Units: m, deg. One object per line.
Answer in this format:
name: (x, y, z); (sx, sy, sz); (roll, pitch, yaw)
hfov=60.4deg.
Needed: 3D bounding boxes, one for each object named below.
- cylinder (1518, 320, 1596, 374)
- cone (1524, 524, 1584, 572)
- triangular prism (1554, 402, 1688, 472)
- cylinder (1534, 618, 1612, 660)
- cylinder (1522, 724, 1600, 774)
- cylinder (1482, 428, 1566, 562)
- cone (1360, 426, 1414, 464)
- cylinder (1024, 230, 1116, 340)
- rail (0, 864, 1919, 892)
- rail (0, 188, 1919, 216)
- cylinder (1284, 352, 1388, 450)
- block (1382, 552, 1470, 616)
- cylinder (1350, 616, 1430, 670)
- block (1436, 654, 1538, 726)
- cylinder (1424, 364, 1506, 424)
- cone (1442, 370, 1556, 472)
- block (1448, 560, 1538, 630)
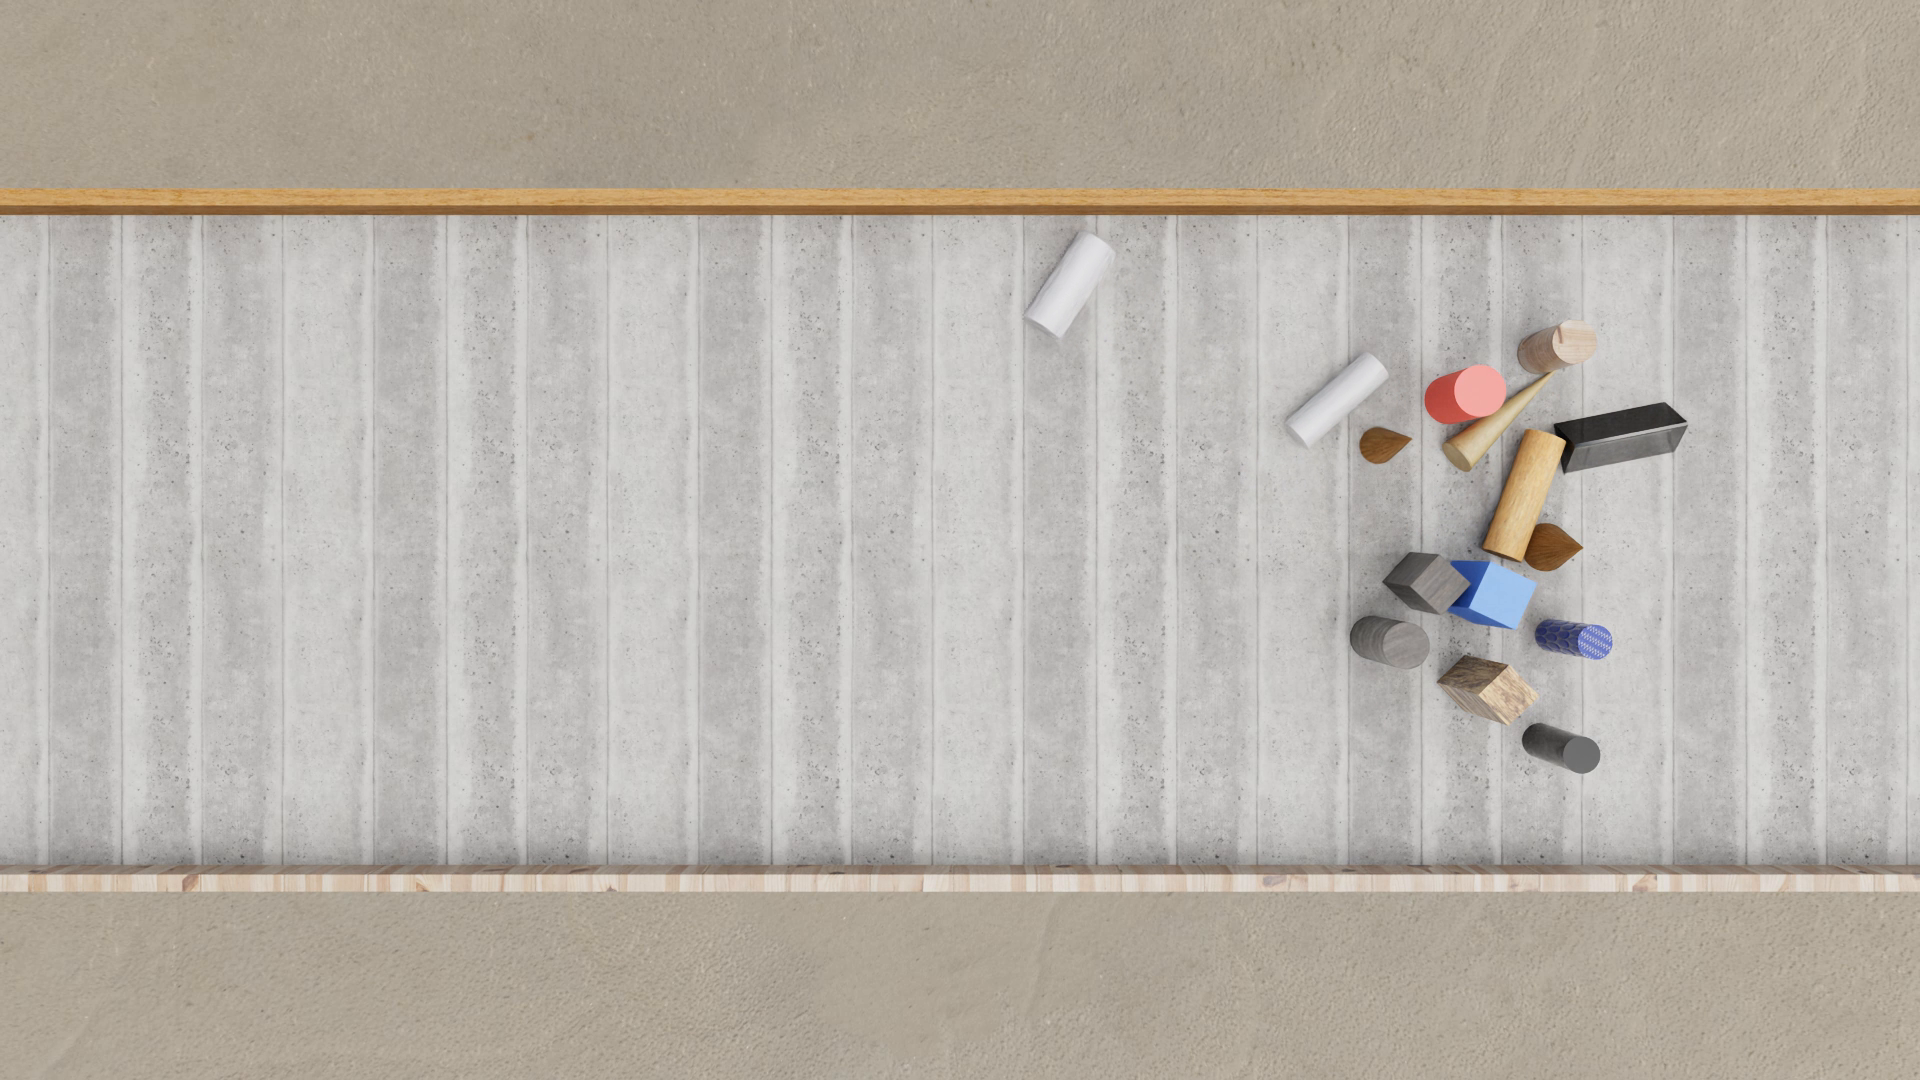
cylinder: (1.779, -0.574, 4.924); (0.129, 0.304, 0.129); (0, 90, 0)
cone: (1.803, 0.022, 4.920); (0.149, 0.312, 0.149); (0, 90, 0)
triangular prism: (2.012, -0.315, 5.006); (0.346, 0.133, 0.154); (-11, 90, 0)
cylinder: (1.819, 0.293, 4.900); (0.101, 0.353, 0.101); (0, 90, 0)
cylinder: (1.783, 0.617, 4.903); (0.108, 0.346, 0.108); (0, 90, 0)
cylinder: (1.714, -0.134, 5.015); (0.124, 0.124, 0.388); (21, 90, 0)
cone: (1.289, -0.290, 4.885); (0.114, 0.381, 0.114); (0, 90, -1)
cylinder: (0.335, -0.772, 5.010); (0.132, 0.132, 0.311); (33, 90, 0)
rail: (-2.247, 1.025, 5.001); (12.000, 0.150, 0.050); (0, 90, 0)
rail: (-2.247, -1.025, 5.002); (12.000, 0.150, 0.050); (0, 90, 0)
cylinder: (1.145, -0.424, 5.022); (0.328, 0.108, 0.108); (-42, 90, 0)
block: (1.385, 0.127, 4.910); (0.125, 0.331, 0.125); (43, 91, 0)
cylinder: (1.267, 0.301, 4.879); (0.134, 0.396, 0.134); (0, 90, 0)
block: (1.552, 0.439, 4.870); (0.122, 0.413, 0.122); (-44, 90, 0)
cylinder: (1.505, -0.431, 4.923); (0.150, 0.307, 0.150); (0, 90, 0)
cone: (1.684, -0.398, 5.048); (0.460, 0.116, 0.116); (-40, 90, -7)
block: (1.550, 0.160, 4.891); (0.147, 0.370, 0.147); (25, 90, 0)
